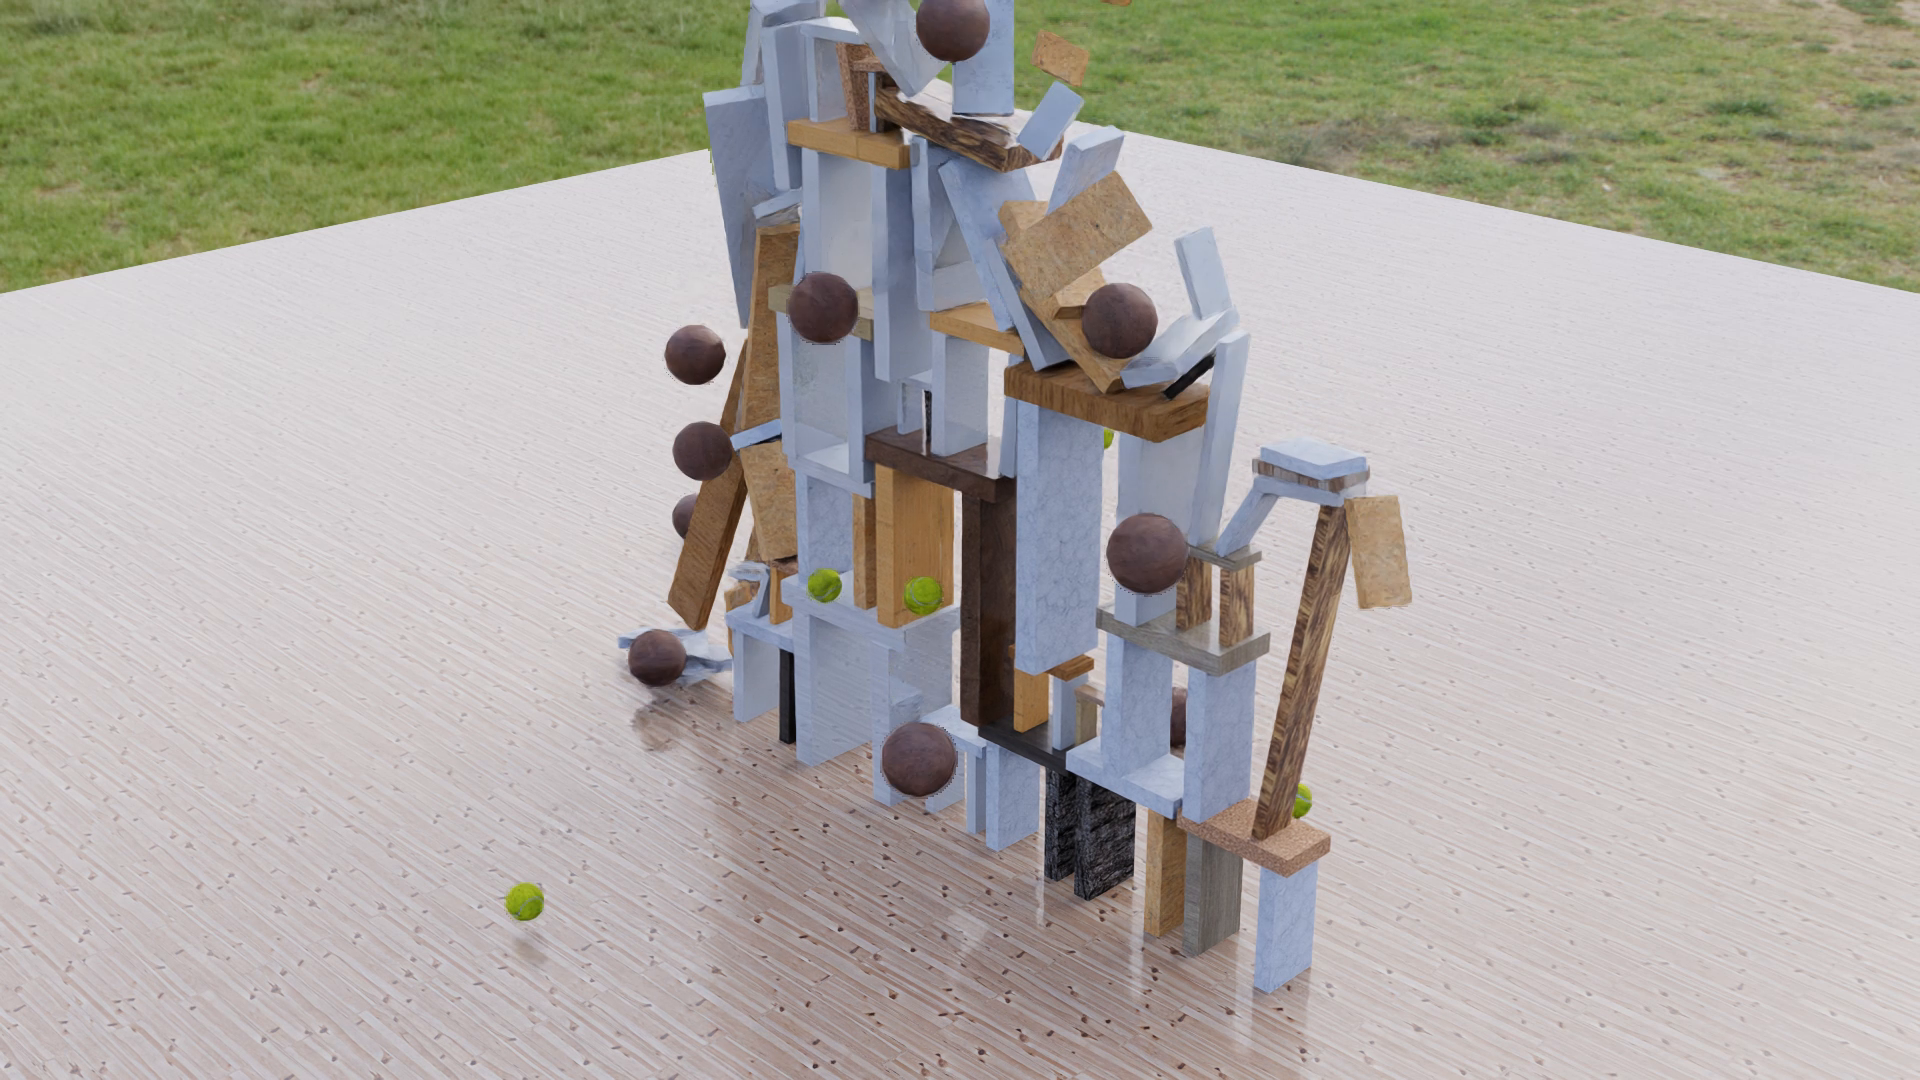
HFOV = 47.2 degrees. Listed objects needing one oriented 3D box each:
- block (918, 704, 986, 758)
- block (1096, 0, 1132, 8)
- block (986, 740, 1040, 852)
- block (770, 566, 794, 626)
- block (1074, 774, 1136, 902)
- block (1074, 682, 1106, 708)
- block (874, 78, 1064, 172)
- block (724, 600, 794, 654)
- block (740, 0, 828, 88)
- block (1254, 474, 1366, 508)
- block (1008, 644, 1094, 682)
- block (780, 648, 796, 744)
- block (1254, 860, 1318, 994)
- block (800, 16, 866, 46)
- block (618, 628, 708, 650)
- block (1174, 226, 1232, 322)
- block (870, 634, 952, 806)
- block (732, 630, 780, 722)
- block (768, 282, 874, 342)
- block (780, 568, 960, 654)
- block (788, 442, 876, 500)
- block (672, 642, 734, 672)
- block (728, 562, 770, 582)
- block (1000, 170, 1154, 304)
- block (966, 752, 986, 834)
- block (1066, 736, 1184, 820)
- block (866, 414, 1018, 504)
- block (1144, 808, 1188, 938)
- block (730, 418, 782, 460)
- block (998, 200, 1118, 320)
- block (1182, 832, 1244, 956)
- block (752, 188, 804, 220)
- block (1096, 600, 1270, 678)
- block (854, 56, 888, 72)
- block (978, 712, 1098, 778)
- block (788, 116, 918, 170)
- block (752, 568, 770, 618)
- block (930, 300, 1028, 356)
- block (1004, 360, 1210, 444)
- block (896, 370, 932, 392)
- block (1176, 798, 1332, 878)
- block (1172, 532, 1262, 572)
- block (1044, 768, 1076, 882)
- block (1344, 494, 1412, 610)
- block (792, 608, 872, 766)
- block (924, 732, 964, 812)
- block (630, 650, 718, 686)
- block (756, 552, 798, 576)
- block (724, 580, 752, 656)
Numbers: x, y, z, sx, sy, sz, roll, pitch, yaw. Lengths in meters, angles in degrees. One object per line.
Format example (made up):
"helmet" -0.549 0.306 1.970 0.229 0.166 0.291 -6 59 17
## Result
"block" 0.011 0.380 4.380 0.176 0.025 0.088 21 31 41
"block" 0.260 -0.962 3.821 0.125 0.018 0.063 24 66 42
"block" 0.104 0.483 4.321 0.033 0.236 0.118 21 31 41
"block" -0.372 0.108 4.682 0.019 0.137 0.068 26 34 38
"block" 0.275 0.540 4.155 0.130 0.260 0.037 -21 31 -40
"block" 0.260 0.289 4.071 0.091 0.013 0.045 21 30 40
"block" 0.014 -0.746 3.941 0.316 0.045 0.158 30 36 32
"block" -0.388 0.183 4.721 0.221 0.031 0.110 19 29 37
"block" -0.343 -0.944 4.244 0.150 0.301 0.043 -30 69 -25
"block" 0.565 -0.088 3.559 0.161 0.023 0.081 13 26 40
"block" 0.171 0.221 4.138 0.075 0.021 0.150 -21 31 -40
"block" -0.336 0.320 4.723 0.110 0.220 0.031 -21 34 -41
"block" 0.576 0.664 3.880 0.123 0.246 0.035 -21 31 -41
"block" -0.209 -0.933 4.028 0.080 0.023 0.159 -22 31 -40
"block" -0.688 0.229 5.087 0.188 0.027 0.094 0 12 30
"block" 0.400 -0.437 3.612 0.069 0.139 0.020 -26 17 -30
"block" -0.097 0.348 4.484 0.050 0.356 0.178 21 31 40
"block" -0.446 0.280 4.817 0.031 0.220 0.110 21 31 35
"block" -0.218 -0.453 4.253 0.148 0.042 0.296 -22 31 -40
"block" -0.178 0.128 4.481 0.356 0.050 0.178 20 30 39
"block" -0.217 -0.146 4.386 0.246 0.035 0.123 21 31 41
"block" -0.560 0.265 4.982 0.094 0.027 0.188 -15 15 -39
"block" -0.441 0.068 4.760 0.061 0.017 0.122 -23 19 -40
"block" 0.192 -0.497 3.612 0.227 0.113 0.032 -33 4 9
"block" 0.053 0.489 4.381 0.025 0.176 0.088 21 31 41
"block" 0.334 0.428 4.039 0.130 0.037 0.260 -21 31 -40
"block" -0.002 -0.157 4.168 0.336 0.048 0.168 20 30 39
"block" 0.398 0.588 4.043 0.130 0.260 0.037 -21 31 -41
"block" -0.407 -0.189 4.723 0.121 0.034 0.241 -20 -17 1
"block" 0.170 -0.491 3.840 0.123 0.035 0.247 -6 57 -32
"block" 0.461 0.619 3.987 0.123 0.246 0.035 -21 31 -41
"block" -0.309 -0.663 4.260 0.176 0.025 0.088 -12 8 41
"block" 0.390 0.157 3.862 0.140 0.040 0.280 -21 31 -40
"block" -0.134 -0.863 3.989 0.110 0.016 0.055 12 29 39
"block" 0.160 0.380 4.218 0.236 0.033 0.118 21 31 41
"block" -0.165 -0.745 4.076 0.295 0.042 0.148 21 32 39
"block" -0.403 0.108 4.704 0.061 0.122 0.017 -22 52 -41
"block" 0.070 -0.387 3.996 0.238 0.034 0.119 21 30 41
"block" 0.265 -0.256 3.826 0.350 0.050 0.175 21 31 40
"block" -0.071 -0.305 4.159 0.107 0.015 0.054 21 31 41
"block" 0.517 0.512 3.879 0.123 0.035 0.246 -21 31 -40
"block" 0.438 0.016 3.757 0.070 0.020 0.140 -21 31 -40
"block" 0.215 0.526 4.219 0.118 0.236 0.033 -21 31 -41
"block" 0.656 0.018 3.447 0.086 0.173 0.024 -5 -4 -26
"block" -0.264 0.283 4.637 0.178 0.356 0.050 -21 31 -41
"block" -0.030 0.457 4.458 0.025 0.176 0.088 21 31 41
"block" -0.658 0.283 5.057 0.188 0.027 0.094 19 28 37
"block" -0.358 0.044 4.631 0.137 0.019 0.068 21 31 40
"block" -0.481 0.172 4.806 0.017 0.159 0.061 22 36 35
